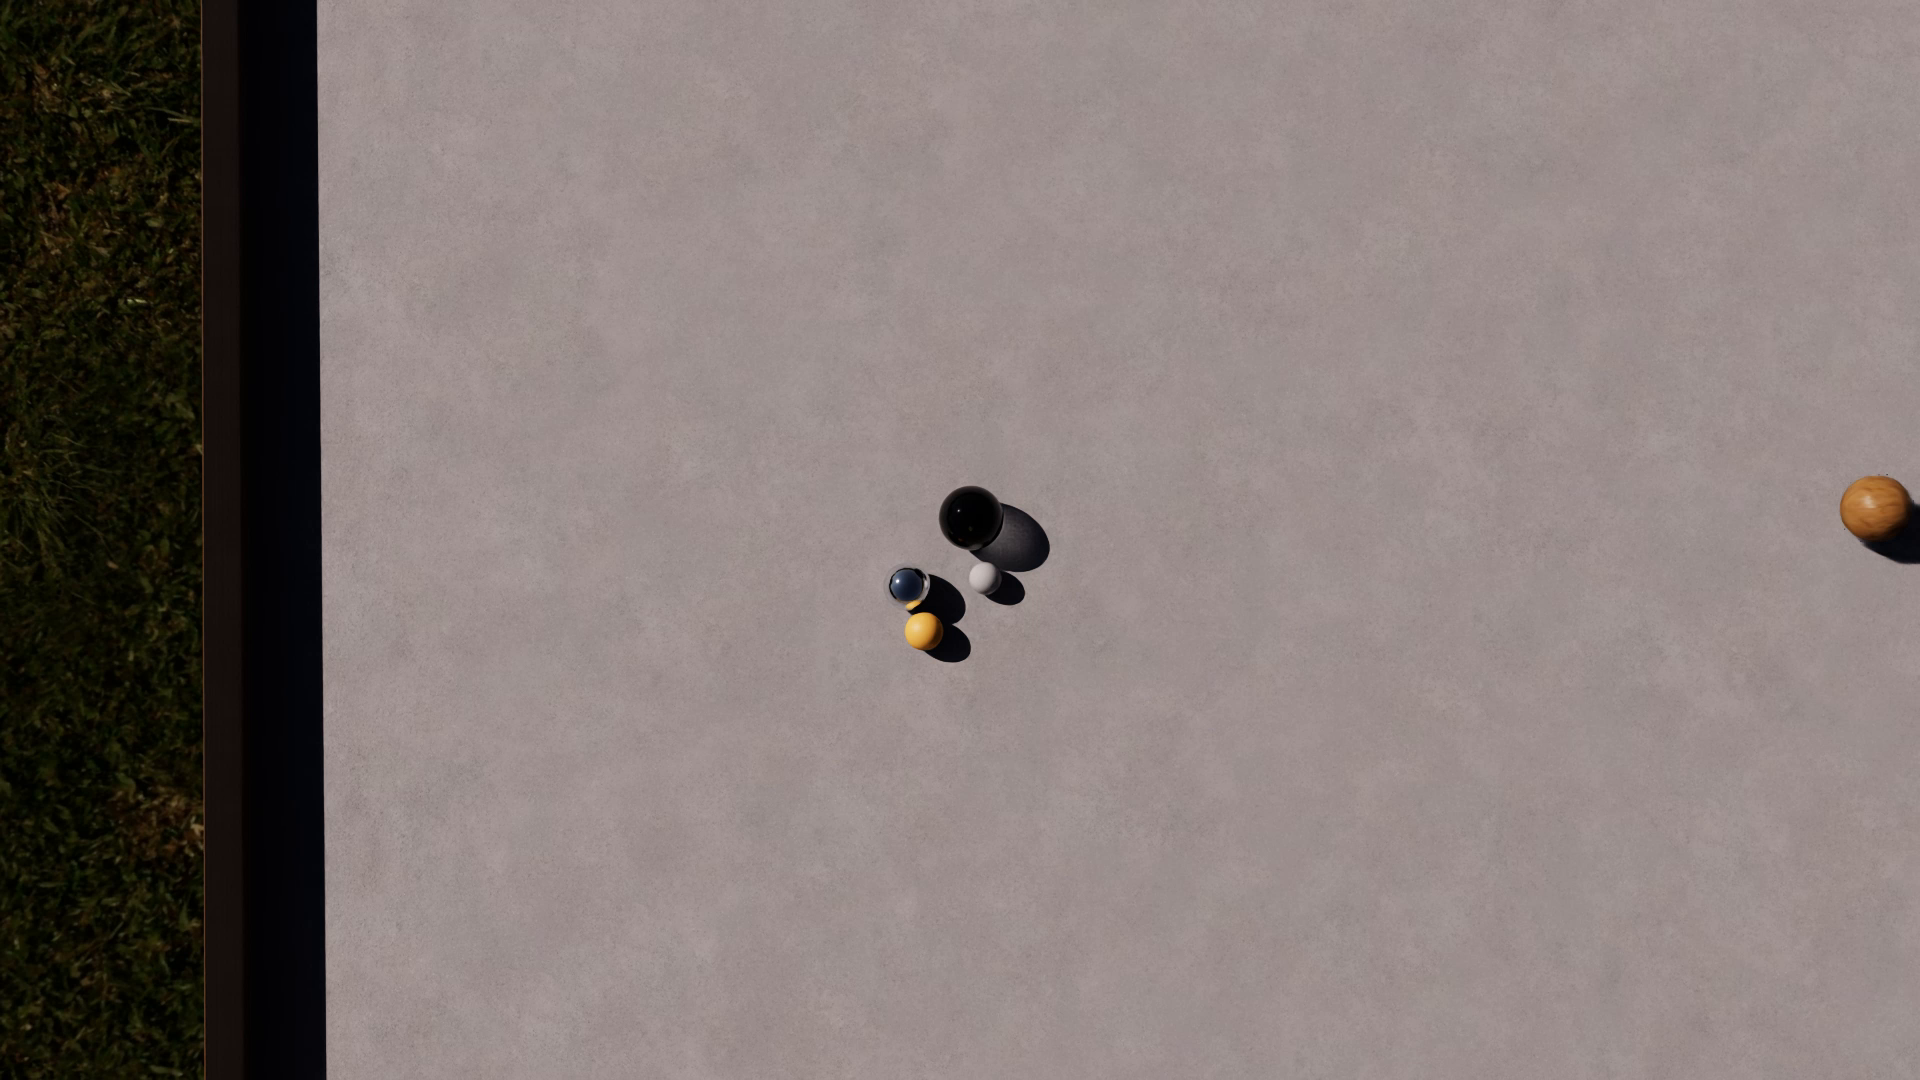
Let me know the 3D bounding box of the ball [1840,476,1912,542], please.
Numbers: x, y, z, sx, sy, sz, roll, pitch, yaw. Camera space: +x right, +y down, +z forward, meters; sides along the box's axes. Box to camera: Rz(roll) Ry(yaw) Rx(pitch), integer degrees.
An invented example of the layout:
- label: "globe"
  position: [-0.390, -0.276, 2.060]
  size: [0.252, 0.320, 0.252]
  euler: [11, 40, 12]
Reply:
- label: "ball"
  position: [1.352, -0.046, 3.245]
  size: [0.099, 0.099, 0.099]
  euler: [0, 84, 0]

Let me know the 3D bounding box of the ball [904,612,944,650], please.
- label: "ball"
  position: [-0.053, 0.135, 3.245]
  size: [0.057, 0.057, 0.057]
  euler: [0, 84, 0]

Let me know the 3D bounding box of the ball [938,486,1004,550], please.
- label: "ball"
  position: [0.016, -0.033, 3.244]
  size: [0.096, 0.096, 0.096]
  euler: [0, 84, 0]

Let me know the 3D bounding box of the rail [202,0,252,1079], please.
- label: "rail"
  position: [-1.063, 0.040, 3.219]
  size: [0.045, 0.129, 2.358]
  euler: [-2, 84, 0]

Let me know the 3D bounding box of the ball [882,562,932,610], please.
- label: "ball"
  position: [-0.078, 0.068, 3.246]
  size: [0.071, 0.071, 0.071]
  euler: [0, 84, 0]

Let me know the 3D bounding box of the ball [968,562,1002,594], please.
- label: "ball"
  position: [0.038, 0.057, 3.258]
  size: [0.049, 0.049, 0.049]
  euler: [0, 84, 0]
